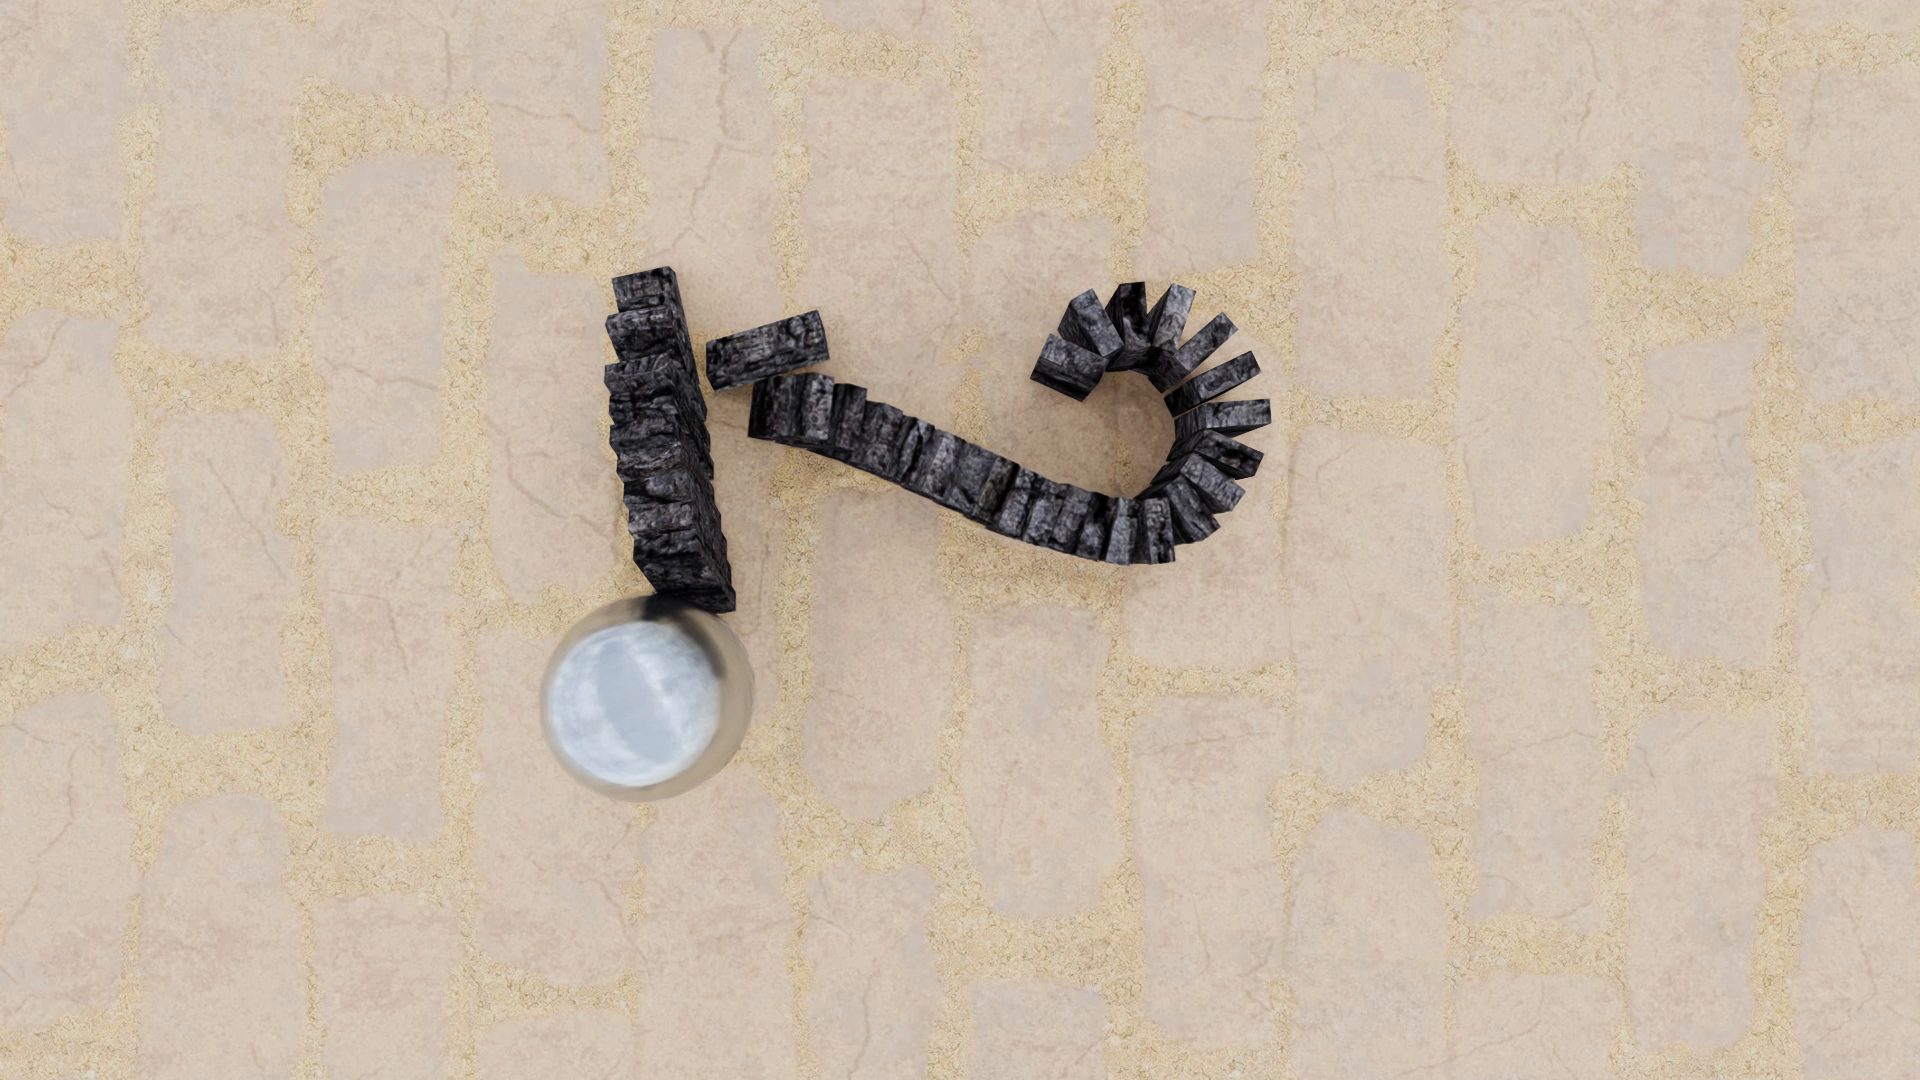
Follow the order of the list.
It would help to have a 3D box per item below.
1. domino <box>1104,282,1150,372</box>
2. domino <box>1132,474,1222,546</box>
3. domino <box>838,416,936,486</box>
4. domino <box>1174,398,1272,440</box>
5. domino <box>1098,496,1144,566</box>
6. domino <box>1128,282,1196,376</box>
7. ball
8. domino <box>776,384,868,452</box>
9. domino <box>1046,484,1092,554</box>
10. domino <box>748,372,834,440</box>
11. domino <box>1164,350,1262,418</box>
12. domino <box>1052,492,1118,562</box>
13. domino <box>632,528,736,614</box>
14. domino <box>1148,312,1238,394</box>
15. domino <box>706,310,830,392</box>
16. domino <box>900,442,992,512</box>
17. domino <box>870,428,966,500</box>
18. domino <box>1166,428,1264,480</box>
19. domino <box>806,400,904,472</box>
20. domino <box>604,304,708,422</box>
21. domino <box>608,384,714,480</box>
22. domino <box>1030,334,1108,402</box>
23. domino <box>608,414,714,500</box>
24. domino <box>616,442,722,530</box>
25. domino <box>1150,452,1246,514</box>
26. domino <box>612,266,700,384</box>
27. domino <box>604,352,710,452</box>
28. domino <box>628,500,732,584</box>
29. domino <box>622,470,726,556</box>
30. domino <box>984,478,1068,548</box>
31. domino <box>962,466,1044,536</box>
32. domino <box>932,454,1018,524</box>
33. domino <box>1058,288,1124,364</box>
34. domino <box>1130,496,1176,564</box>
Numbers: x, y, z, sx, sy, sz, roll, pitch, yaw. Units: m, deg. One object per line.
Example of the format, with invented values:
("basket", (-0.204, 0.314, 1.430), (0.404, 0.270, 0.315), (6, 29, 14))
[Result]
("domino", (0.067, -0.086, 0.375), (0.009, 0.050, 0.025), (-5, 90, 0))
("domino", (0.087, -0.011, 0.375), (0.010, 0.050, 0.025), (-36, 90, -5))
("domino", (-0.031, -0.039, 0.377), (0.010, 0.050, 0.025), (21, 90, -36))
("domino", (0.106, -0.048, 0.375), (0.025, 0.050, 0.010), (-4, 90, 0))
("domino", (0.060, -0.004, 0.375), (0.010, 0.050, 0.025), (13, 90, -7))
("domino", (0.082, -0.085, 0.375), (0.009, 0.050, 0.025), (19, 90, 0))
("ball", (-0.121, 0.061, 0.360), (0.080, 0.080, 0.080), (0, 90, 0))
("domino", (-0.058, -0.051, 0.378), (0.009, 0.050, 0.025), (10, 90, -40))
("domino", (0.036, -0.010, 0.375), (0.009, 0.050, 0.025), (20, 90, -17))
("domino", (-0.071, -0.054, 0.378), (0.010, 0.050, 0.025), (7, 90, -40))
("domino", (0.102, -0.063, 0.375), (0.025, 0.050, 0.009), (-25, 90, 0))
("domino", (0.047, -0.007, 0.375), (0.009, 0.050, 0.025), (18, 90, -12))
("domino", (-0.112, 0.015, 0.377), (0.025, 0.050, 0.009), (-11, 56, 0))
("domino", (0.094, -0.076, 0.375), (0.025, 0.050, 0.009), (-42, 90, 0))
("domino", (-0.082, -0.080, 0.388), (0.050, 0.010, 0.025), (-16, 46, 0))
("domino", (-0.006, -0.028, 0.376), (0.010, 0.050, 0.025), (22, 90, -27))
("domino", (-0.019, -0.034, 0.376), (0.009, 0.050, 0.025), (22, 90, -32))
("domino", (0.103, -0.034, 0.375), (0.025, 0.050, 0.010), (24, 90, 0))
("domino", (-0.044, -0.045, 0.378), (0.010, 0.050, 0.025), (18, 90, -38))
("domino", (-0.125, -0.071, 0.380), (0.025, 0.009, 0.050), (-11, 129, -1))
("domino", (-0.122, -0.041, 0.377), (0.025, 0.050, 0.010), (-10, 56, 0))
("domino", (0.044, -0.070, 0.375), (0.025, 0.050, 0.009), (24, 90, 0))
("domino", (-0.121, -0.030, 0.377), (0.025, 0.050, 0.010), (-10, 56, 0))
("domino", (-0.118, -0.019, 0.377), (0.025, 0.050, 0.009), (-11, 56, 0))
("domino", (0.096, -0.022, 0.375), (0.025, 0.050, 0.009), (37, 87, 0))
("domino", (-0.131, -0.090, 0.395), (0.025, 0.009, 0.050), (-12, 90, 0))
("domino", (-0.123, -0.053, 0.377), (0.025, 0.050, 0.009), (-11, 55, 0))
("domino", (-0.114, 0.004, 0.377), (0.025, 0.050, 0.010), (-10, 56, 0))
("domino", (-0.116, -0.007, 0.377), (0.025, 0.050, 0.009), (-10, 56, 0))
("domino", (0.026, -0.013, 0.375), (0.009, 0.050, 0.025), (20, 90, -17))
("domino", (0.016, -0.017, 0.375), (0.010, 0.050, 0.025), (22, 90, -17))
("domino", (0.005, -0.023, 0.375), (0.009, 0.050, 0.025), (22, 90, -22))
("domino", (0.053, -0.083, 0.375), (0.010, 0.050, 0.025), (-29, 90, 0))
("domino", (0.074, -0.003, 0.375), (0.009, 0.050, 0.025), (-7, 90, -6))
